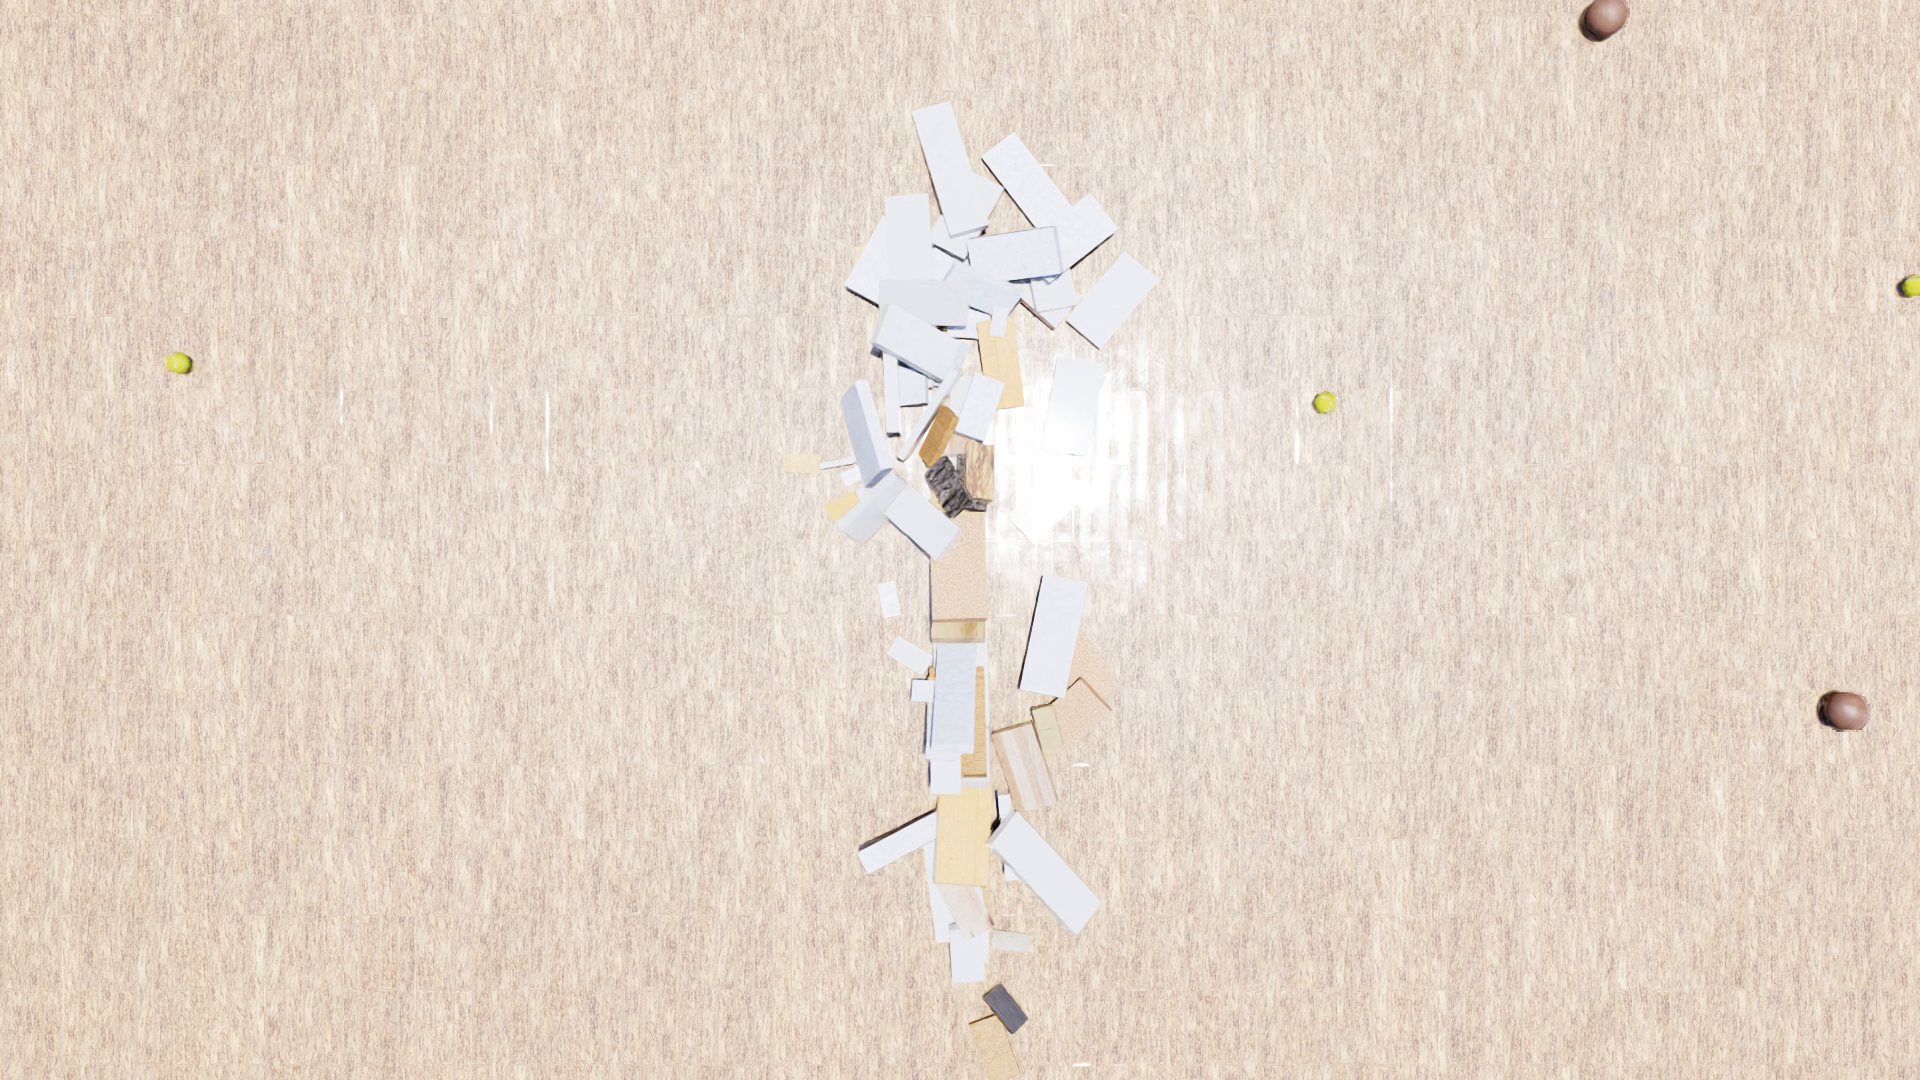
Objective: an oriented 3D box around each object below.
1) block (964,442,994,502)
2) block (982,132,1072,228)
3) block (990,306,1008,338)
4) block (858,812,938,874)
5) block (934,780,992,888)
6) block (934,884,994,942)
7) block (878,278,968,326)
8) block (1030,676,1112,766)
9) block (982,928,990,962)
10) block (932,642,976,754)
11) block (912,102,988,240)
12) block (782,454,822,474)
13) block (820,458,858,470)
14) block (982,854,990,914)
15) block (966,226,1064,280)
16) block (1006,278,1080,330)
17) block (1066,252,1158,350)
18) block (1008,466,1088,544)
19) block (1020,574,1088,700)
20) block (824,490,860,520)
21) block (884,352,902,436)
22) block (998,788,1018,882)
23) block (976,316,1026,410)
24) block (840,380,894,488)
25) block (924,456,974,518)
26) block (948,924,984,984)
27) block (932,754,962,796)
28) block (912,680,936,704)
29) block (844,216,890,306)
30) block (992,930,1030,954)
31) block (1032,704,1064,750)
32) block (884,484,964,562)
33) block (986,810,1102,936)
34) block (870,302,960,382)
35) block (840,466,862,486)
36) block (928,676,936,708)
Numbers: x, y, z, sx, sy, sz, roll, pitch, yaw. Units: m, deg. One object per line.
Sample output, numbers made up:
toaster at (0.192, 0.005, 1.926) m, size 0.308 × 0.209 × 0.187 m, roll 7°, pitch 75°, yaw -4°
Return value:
block at (0.062, -0.223, 5.381) m, size 0.094 × 0.027 × 0.188 m, roll 5°, pitch 74°, yaw -15°
block at (0.225, -1.182, 5.481) m, size 0.136 × 0.039 × 0.326 m, roll -38°, pitch 90°, yaw 0°
block at (0.128, -0.716, 5.408) m, size 0.048 × 0.014 × 0.095 m, roll 8°, pitch 100°, yaw -3°
block at (-0.136, 0.959, 5.370) m, size 0.412 × 0.022 × 0.076 m, roll -26°, pitch 76°, yaw -15°
block at (0.010, 0.947, 5.357) m, size 0.170 × 0.048 × 0.340 m, roll 5°, pitch 72°, yaw -7°
block at (0.014, 1.175, 5.328) m, size 0.107 × 0.030 × 0.213 m, roll -27°, pitch 73°, yaw -10°
block at (-0.118, -0.772, 5.364) m, size 0.286 × 0.041 × 0.143 m, roll 2°, pitch 129°, yaw 2°
block at (0.341, 0.603, 5.443) m, size 0.297 × 0.042 × 0.149 m, roll -43°, pitch 90°, yaw 14°
block at (0.065, 1.341, 5.491) m, size 0.062 × 0.018 × 0.124 m, roll 1°, pitch 90°, yaw 0°
block at (-0.015, 0.478, 5.213) m, size 0.127 × 0.514 × 0.036 m, roll 1°, pitch 128°, yaw 1°
block at (-0.033, -1.221, 5.440) m, size 0.131 × 0.037 × 0.449 m, roll -16°, pitch 80°, yaw -3°
block at (-0.526, -0.254, 5.491) m, size 0.124 × 0.018 × 0.062 m, roll 3°, pitch 90°, yaw 0°
block at (-0.401, -0.255, 5.469) m, size 0.124 × 0.062 × 0.018 m, roll -10°, pitch 90°, yaw 0°
block at (0.012, 0.984, 5.459) m, size 0.170 × 0.048 × 0.580 m, roll -1°, pitch 87°, yaw 0°
block at (0.179, -0.924, 5.352) m, size 0.298 × 0.042 × 0.149 m, roll -4°, pitch 107°, yaw 22°
block at (0.252, -0.839, 5.460) m, size 0.273 × 0.039 × 0.136 m, roll 41°, pitch 81°, yaw -4°
block at (0.505, -0.795, 5.479) m, size 0.149 × 0.042 × 0.298 m, roll 40°, pitch 90°, yaw 0°
block at (0.291, -0.117, 5.483) m, size 0.247 × 0.035 × 0.123 m, roll -43°, pitch 90°, yaw 0°
block at (0.310, 0.317, 5.413) m, size 0.148 × 0.042 × 0.385 m, roll 11°, pitch 82°, yaw 8°
block at (-0.389, -0.114, 5.482) m, size 0.115 × 0.016 × 0.058 m, roll -26°, pitch 90°, yaw 10°
block at (-0.223, -0.506, 5.422) m, size 0.044 × 0.156 × 0.312 m, roll -2°, pitch 90°, yaw 0°
block at (0.156, 0.968, 5.430) m, size 0.040 × 0.140 × 0.279 m, roll -5°, pitch 90°, yaw 0°
block at (0.135, -0.583, 5.457) m, size 0.123 × 0.035 × 0.293 m, roll -8°, pitch 100°, yaw 0°
block at (-0.308, -0.347, 5.385) m, size 0.044 × 0.156 × 0.311 m, roll -9°, pitch 74°, yaw -27°
block at (-0.037, -0.172, 5.360) m, size 0.094 × 0.027 × 0.188 m, roll -42°, pitch 61°, yaw 22°
block at (0.023, 1.346, 5.374) m, size 0.107 × 0.030 × 0.213 m, roll -4°, pitch 115°, yaw -2°
block at (-0.044, 0.711, 5.206) m, size 0.094 × 0.027 × 0.187 m, roll -1°, pitch 68°, yaw 0°
block at (-0.083, 0.486, 5.273) m, size 0.139 × 0.020 × 0.069 m, roll 2°, pitch 68°, yaw 1°
block at (-0.260, -0.921, 5.444) m, size 0.131 × 0.037 × 0.262 m, roll 29°, pitch 90°, yaw 0°
block at (0.170, 1.335, 5.491) m, size 0.124 × 0.018 × 0.062 m, roll 7°, pitch 90°, yaw 0°
block at (0.290, 0.616, 5.421) m, size 0.069 × 0.020 × 0.139 m, roll -15°, pitch 96°, yaw 13°
block at (-0.117, -0.056, 5.340) m, size 0.254 × 0.036 × 0.127 m, roll 41°, pitch 95°, yaw 28°
block at (0.275, 1.088, 5.387) m, size 0.453 × 0.040 × 0.140 m, roll 49°, pitch 67°, yaw -18°
block at (-0.144, -0.640, 5.359) m, size 0.286 × 0.041 × 0.143 m, roll 27°, pitch 75°, yaw -29°
block at (-0.347, -0.218, 5.493) m, size 0.095 × 0.014 × 0.048 m, roll -25°, pitch 90°, yaw 0°
block at (-0.056, 0.531, 5.279) m, size 0.094 × 0.027 × 0.187 m, roll 0°, pitch 68°, yaw 1°
